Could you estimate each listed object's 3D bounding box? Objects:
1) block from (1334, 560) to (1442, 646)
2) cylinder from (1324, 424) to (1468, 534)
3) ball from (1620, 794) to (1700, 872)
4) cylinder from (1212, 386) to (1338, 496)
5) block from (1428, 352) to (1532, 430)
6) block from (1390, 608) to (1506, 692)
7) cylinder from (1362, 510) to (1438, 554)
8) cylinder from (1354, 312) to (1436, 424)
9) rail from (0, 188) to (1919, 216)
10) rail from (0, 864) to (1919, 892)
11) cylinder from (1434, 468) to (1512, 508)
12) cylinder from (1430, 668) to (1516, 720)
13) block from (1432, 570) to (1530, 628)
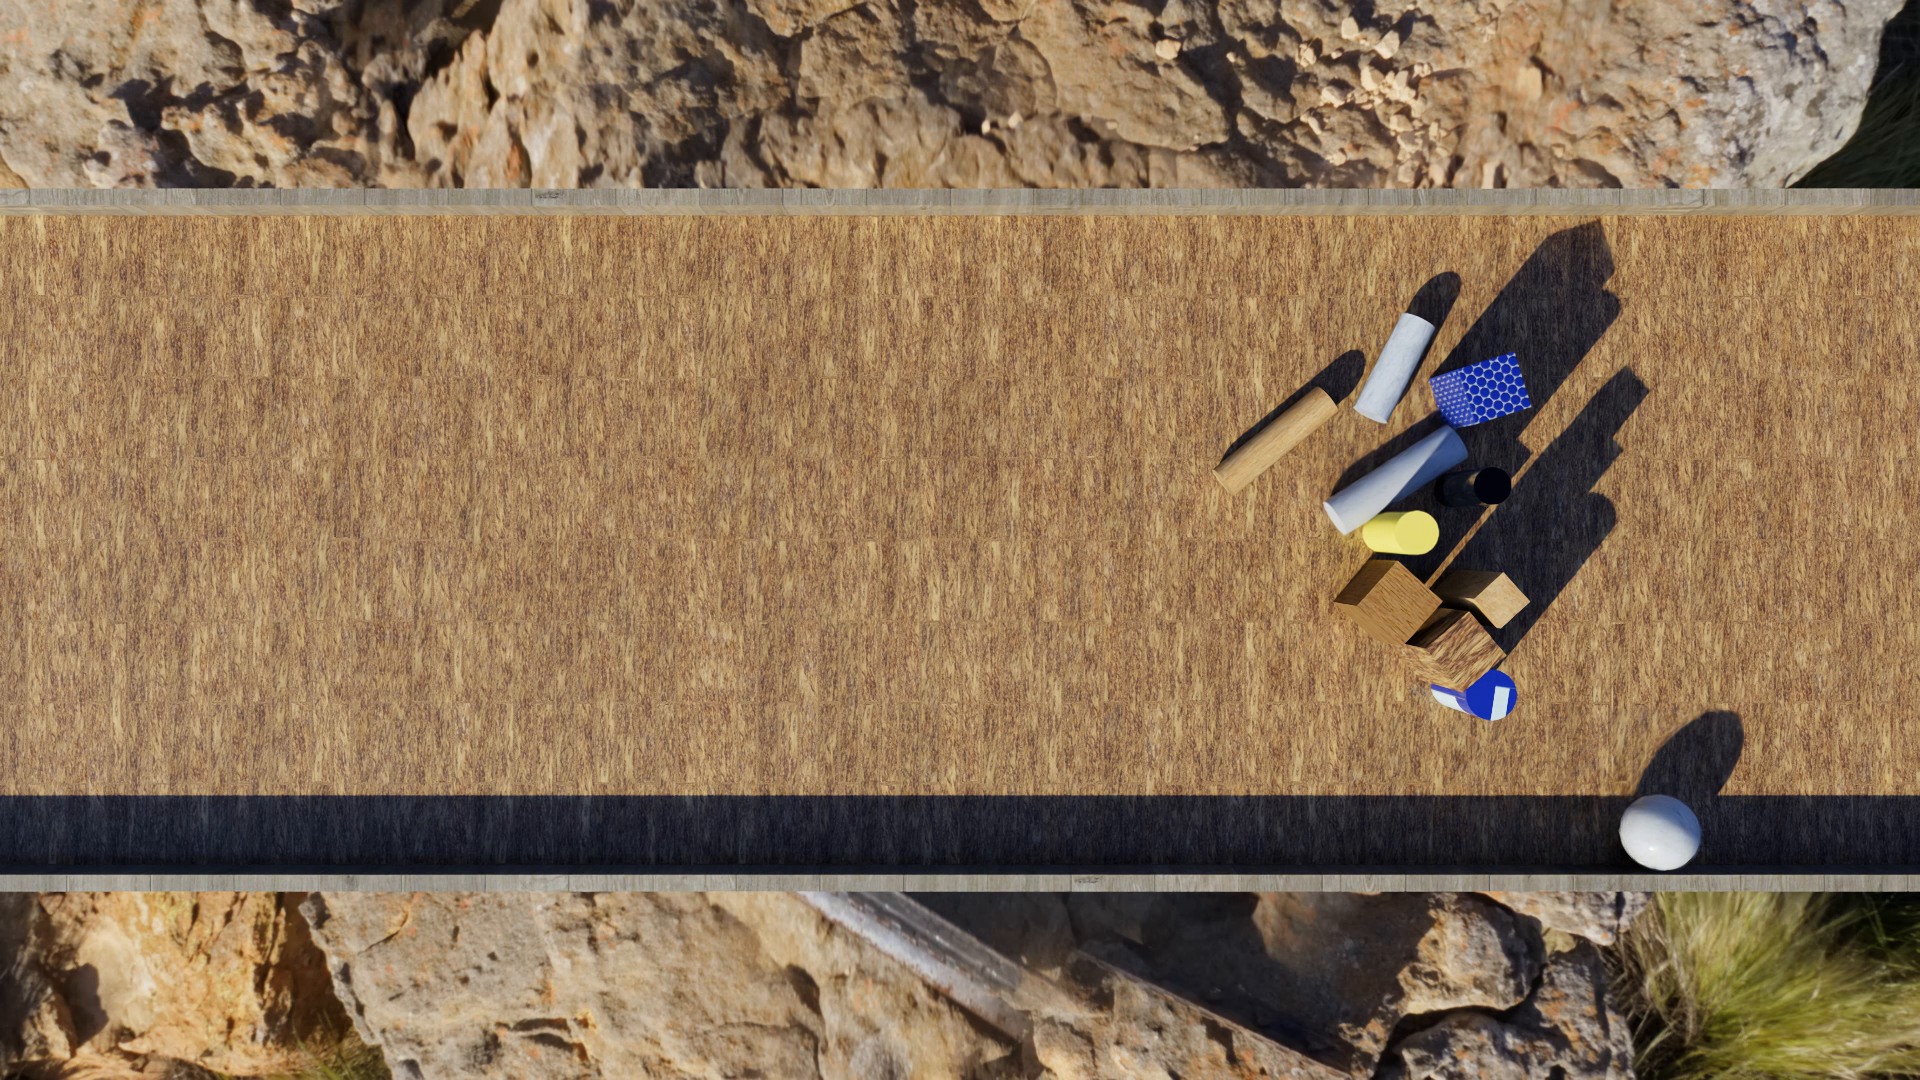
[{"bbox_3d":[1.272,0.184,4.922,0.176,0.310,0.176,42,90,0],"label":"block"},{"bbox_3d":[1.323,-0.183,5.015,0.436,0.121,0.121,-33,90,0],"label":"cylinder"},{"bbox_3d":[2.105,0.881,4.963,0.227,0.227,0.227,0,90,0],"label":"ball"},{"bbox_3d":[0.960,-0.301,5.024,0.405,0.104,0.104,-39,90,0],"label":"cylinder"},{"bbox_3d":[1.547,-0.440,4.922,0.168,0.309,0.168,-17,90,0],"label":"block"},{"bbox_3d":[1.428,0.317,4.867,0.163,0.419,0.163,-40,90,0],"label":"block"},{"bbox_3d":[1.303,-0.022,4.890,0.125,0.372,0.125,0,91,0],"label":"cylinder"},{"bbox_3d":[1.322,-0.523,5.021,0.111,0.111,0.320,27,90,0],"label":"cylinder"},{"bbox_3d":[-2.247,-1.025,5.002,12.000,0.150,0.050,0,90,0],"label":"rail"},{"bbox_3d":[-2.247,1.025,5.001,12.000,0.150,0.050,0,90,0],"label":"rail"},{"bbox_3d":[1.513,-0.154,4.880,0.108,0.392,0.108,0,90,0],"label":"cylinder"},{"bbox_3d":[1.521,0.443,4.897,0.146,0.359,0.146,0,90,0],"label":"cylinder"},{"bbox_3d":[1.524,0.170,4.857,0.112,0.440,0.112,-42,90,0],"label":"block"}]
